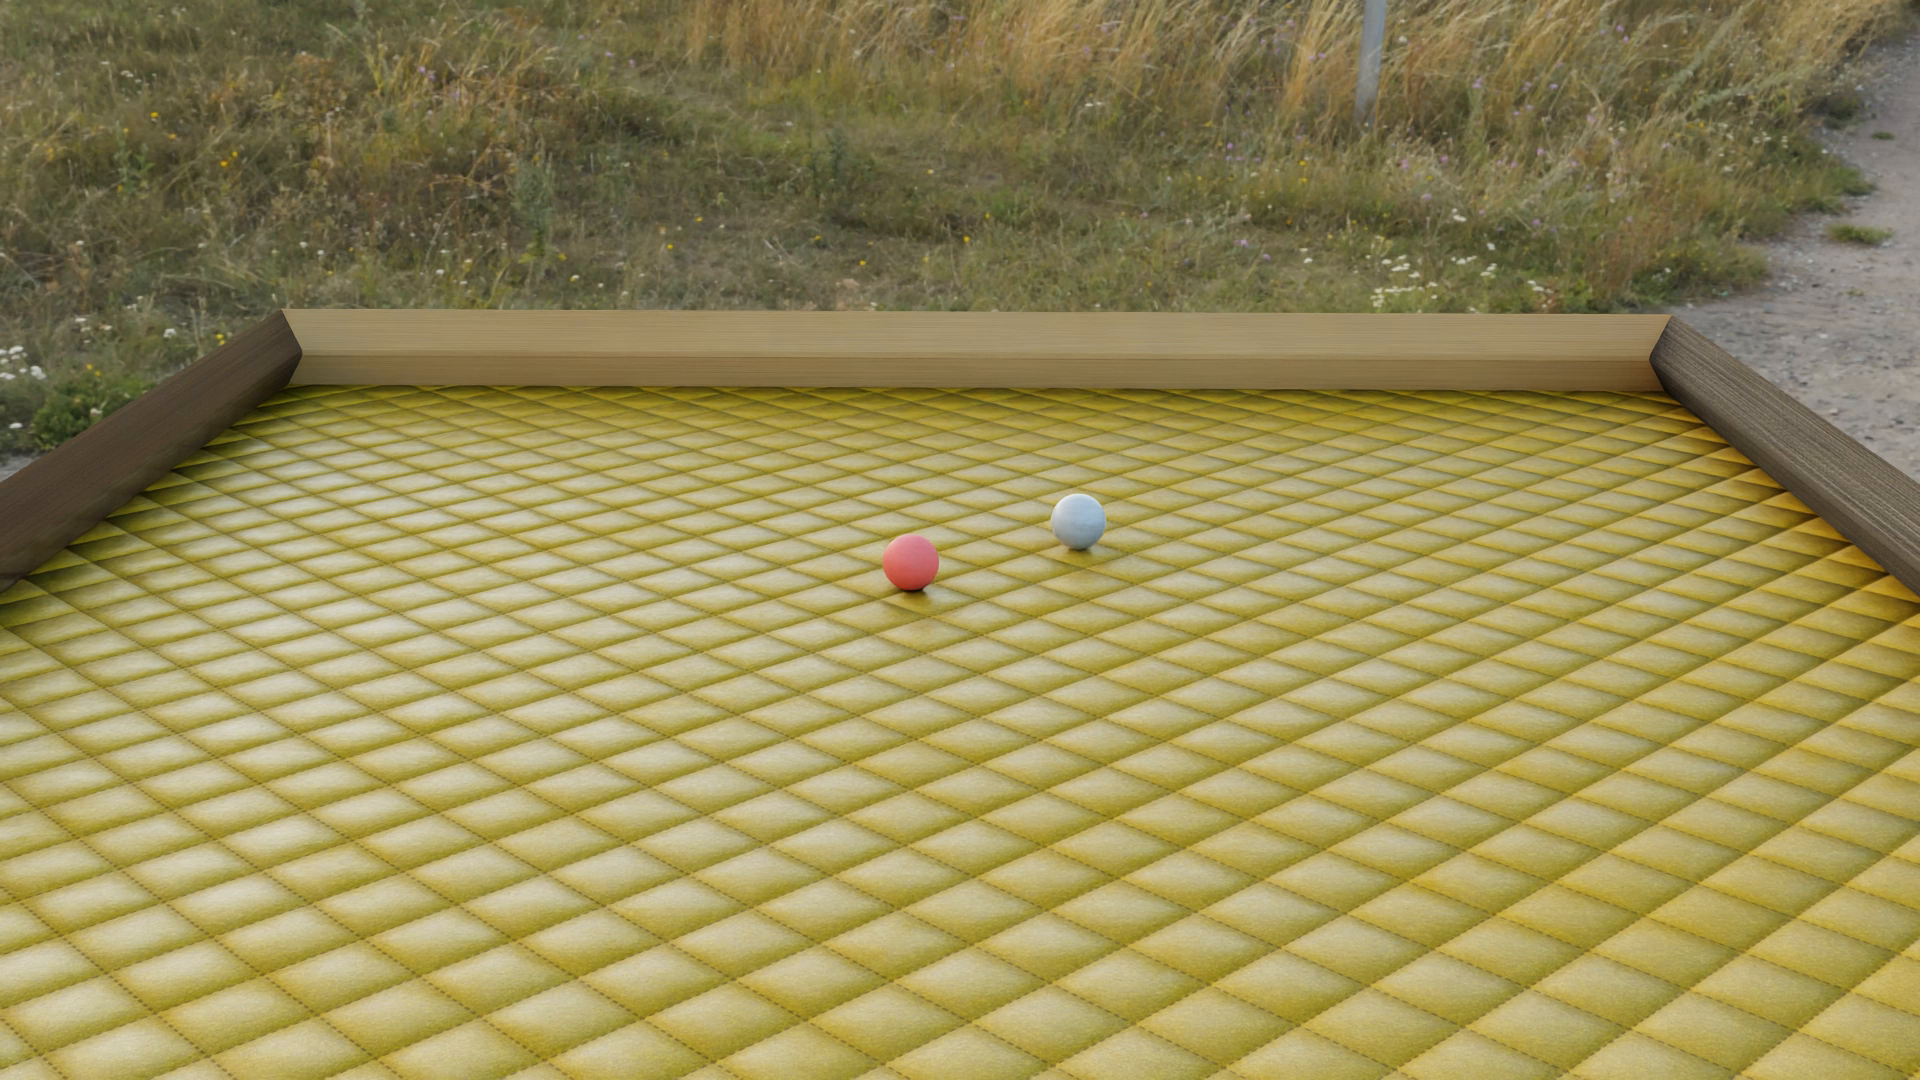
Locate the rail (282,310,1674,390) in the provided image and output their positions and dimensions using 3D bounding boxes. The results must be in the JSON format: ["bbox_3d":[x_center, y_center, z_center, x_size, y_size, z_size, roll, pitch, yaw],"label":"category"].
[{"bbox_3d":[0.020,-0.311,3.649,2.314,0.127,0.045,0,17,1],"label":"rail"}]

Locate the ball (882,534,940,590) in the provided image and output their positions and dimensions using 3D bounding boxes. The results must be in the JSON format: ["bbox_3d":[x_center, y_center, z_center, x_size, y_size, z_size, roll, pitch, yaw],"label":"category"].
[{"bbox_3d":[-0.059,0.027,2.660,0.069,0.069,0.069,0,17,0],"label":"ball"}]

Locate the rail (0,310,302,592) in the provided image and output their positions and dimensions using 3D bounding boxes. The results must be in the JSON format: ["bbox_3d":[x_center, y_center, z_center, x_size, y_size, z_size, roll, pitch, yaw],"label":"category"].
[{"bbox_3d":[-1.153,0.255,1.821,0.045,0.127,3.921,0,17,1],"label":"rail"}]

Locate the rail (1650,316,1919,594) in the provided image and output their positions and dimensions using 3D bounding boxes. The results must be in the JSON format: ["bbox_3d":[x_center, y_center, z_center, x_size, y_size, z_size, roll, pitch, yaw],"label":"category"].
[{"bbox_3d":[1.113,0.268,1.776,0.045,0.127,3.921,0,17,1],"label":"rail"}]

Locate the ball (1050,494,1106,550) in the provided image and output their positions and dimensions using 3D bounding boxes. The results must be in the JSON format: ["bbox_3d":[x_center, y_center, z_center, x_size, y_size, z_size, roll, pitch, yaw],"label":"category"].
[{"bbox_3d":[0.152,-0.024,2.818,0.072,0.072,0.072,0,17,0],"label":"ball"}]
